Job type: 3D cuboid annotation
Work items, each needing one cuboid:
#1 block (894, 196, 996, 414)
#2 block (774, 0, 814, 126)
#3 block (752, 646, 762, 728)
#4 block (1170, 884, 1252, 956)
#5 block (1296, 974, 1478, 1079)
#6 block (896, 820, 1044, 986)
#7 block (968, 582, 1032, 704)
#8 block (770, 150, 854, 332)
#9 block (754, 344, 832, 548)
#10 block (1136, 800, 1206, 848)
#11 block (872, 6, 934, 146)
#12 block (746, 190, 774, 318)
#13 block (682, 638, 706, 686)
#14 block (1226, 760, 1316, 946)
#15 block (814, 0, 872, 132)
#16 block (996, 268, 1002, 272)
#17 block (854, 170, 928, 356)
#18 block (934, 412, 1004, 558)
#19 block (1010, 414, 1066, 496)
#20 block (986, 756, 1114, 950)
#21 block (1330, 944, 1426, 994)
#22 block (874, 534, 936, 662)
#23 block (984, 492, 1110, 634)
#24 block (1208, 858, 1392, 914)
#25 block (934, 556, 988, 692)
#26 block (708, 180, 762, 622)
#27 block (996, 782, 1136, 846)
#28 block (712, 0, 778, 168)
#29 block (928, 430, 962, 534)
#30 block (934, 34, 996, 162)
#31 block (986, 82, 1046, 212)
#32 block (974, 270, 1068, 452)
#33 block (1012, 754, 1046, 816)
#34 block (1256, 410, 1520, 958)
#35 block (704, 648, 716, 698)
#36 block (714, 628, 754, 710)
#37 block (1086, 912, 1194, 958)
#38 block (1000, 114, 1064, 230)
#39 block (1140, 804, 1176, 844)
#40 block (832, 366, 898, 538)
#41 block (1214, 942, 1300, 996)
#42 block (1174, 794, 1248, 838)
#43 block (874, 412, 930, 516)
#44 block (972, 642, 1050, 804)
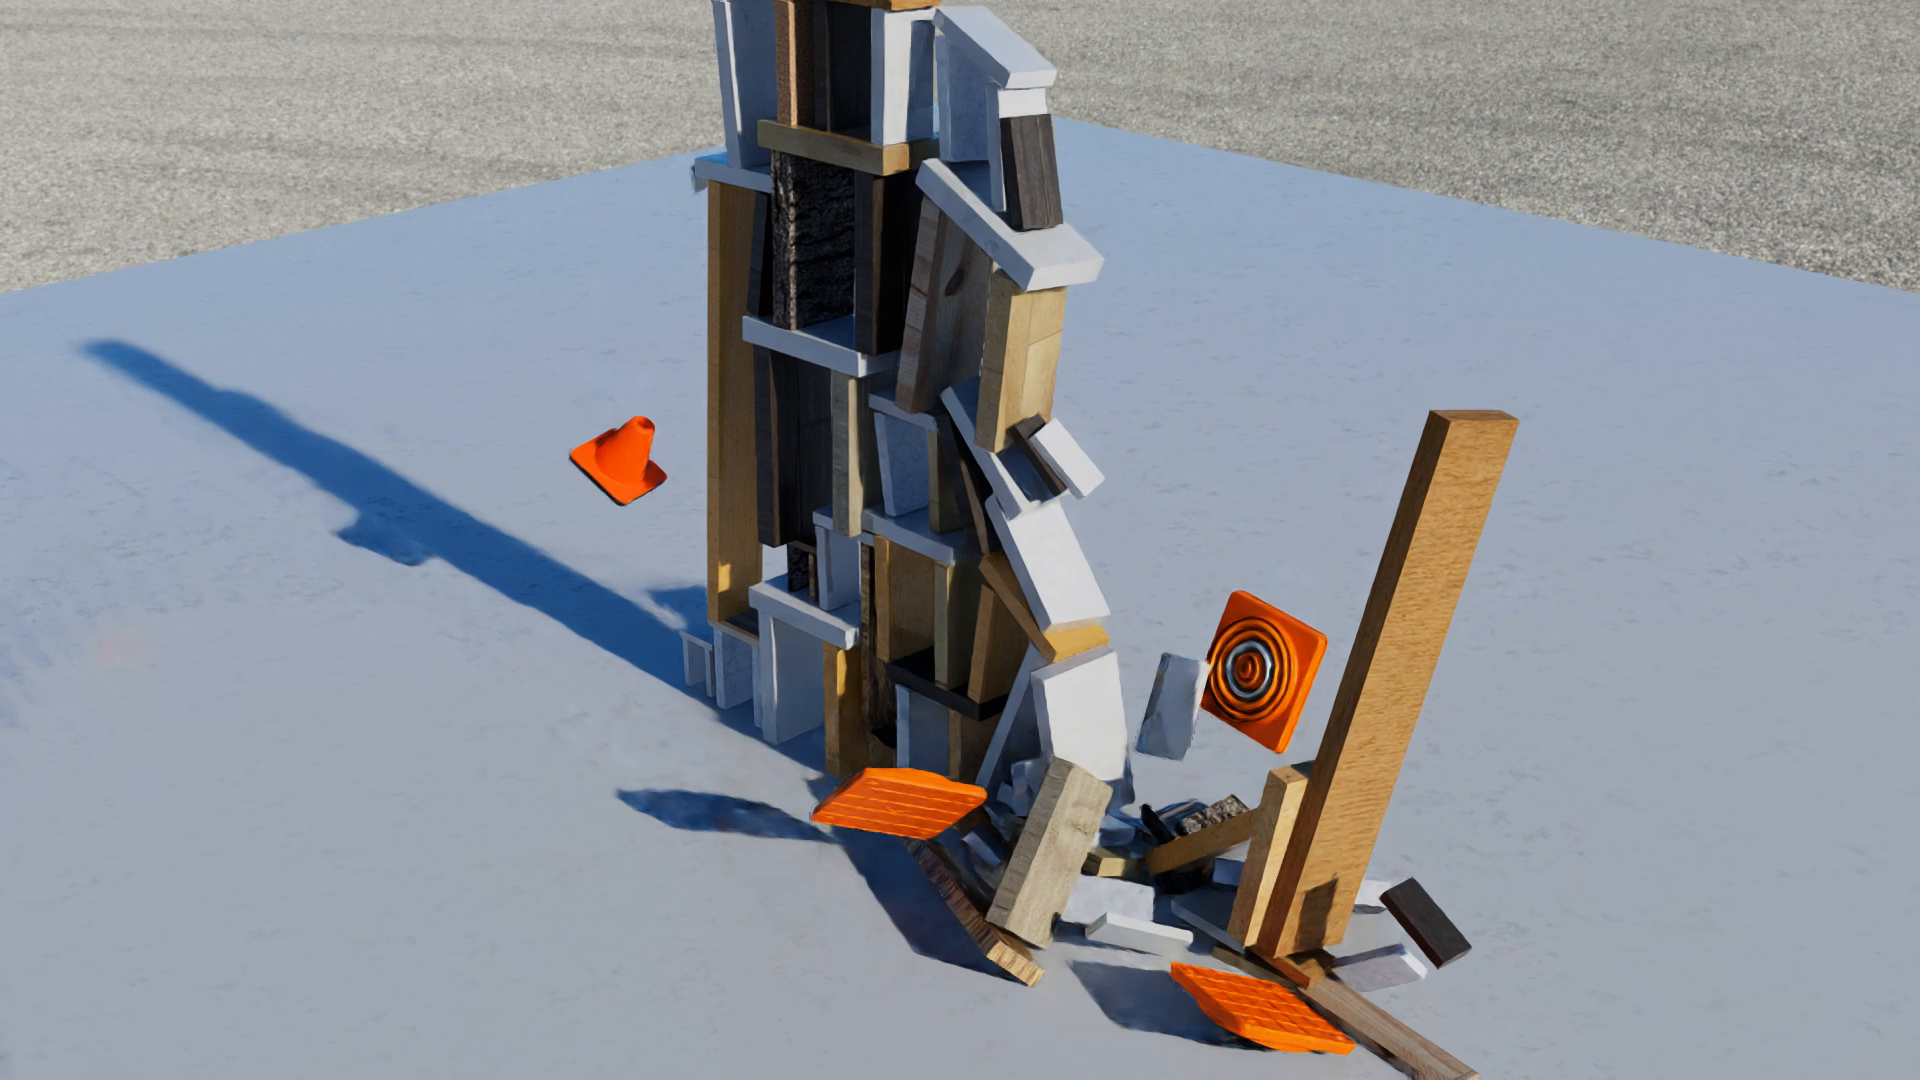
[{"bbox_3d":[-0.019,-0.448,4.115,0.170,0.415,0.048,-16,36,-41],"label":"block"},{"bbox_3d":[-0.283,-0.938,4.171,0.040,0.281,0.140,20,29,41],"label":"block"},{"bbox_3d":[-0.405,0.306,4.793,0.027,0.194,0.097,21,31,41],"label":"block"},{"bbox_3d":[0.482,0.693,4.017,0.089,0.025,0.178,-18,31,-40],"label":"block"},{"bbox_3d":[0.723,0.843,3.747,0.076,0.021,0.355,-16,28,-32],"label":"block"},{"bbox_3d":[0.013,0.664,4.051,0.126,0.036,0.447,39,2,-31],"label":"block"},{"bbox_3d":[0.087,0.183,4.220,0.127,0.254,0.036,-18,38,-37],"label":"block"},{"bbox_3d":[-0.286,-0.601,4.313,0.050,0.351,0.176,20,29,39],"label":"block"},{"bbox_3d":[-0.339,-0.209,4.509,0.048,0.426,0.170,20,29,40],"label":"block"},{"bbox_3d":[0.437,0.571,4.384,0.164,0.023,0.082,-18,29,-35],"label":"block"},{"bbox_3d":[-0.104,-0.851,4.011,0.122,0.244,0.035,-19,29,-40],"label":"block"},{"bbox_3d":[-0.357,-0.580,4.385,0.127,0.254,0.036,-20,38,-41],"label":"block"},{"bbox_3d":[-0.597,0.267,4.982,0.017,0.117,0.058,21,31,41],"label":"block"},{"bbox_3d":[0.580,0.545,3.854,0.167,0.335,0.047,-8,30,-35],"label":"block"},{"bbox_3d":[-0.216,-0.897,4.119,0.122,0.244,0.035,-19,29,-41],"label":"block"},{"bbox_3d":[0.090,-0.530,4.477,0.014,0.050,0.099,-4,-15,-43],"label":"block"},{"bbox_3d":[-0.118,-0.538,4.164,0.175,0.351,0.050,-20,30,-41],"label":"block"},{"bbox_3d":[0.048,-0.114,4.151,0.136,0.273,0.039,-14,0,-40],"label":"block"},{"bbox_3d":[0.158,-0.156,4.012,0.072,0.145,0.021,-33,-2,-44],"label":"block"},{"bbox_3d":[0.164,0.567,3.974,0.045,0.318,0.159,15,-15,37],"label":"block"},{"bbox_3d":[0.726,0.745,3.815,0.151,0.076,0.021,-26,27,45],"label":"block"},{"bbox_3d":[-0.107,0.101,4.404,0.132,0.264,0.037,-20,29,-39],"label":"block"},{"bbox_3d":[0.162,0.035,4.082,0.136,0.039,0.284,-8,63,-34],"label":"block"},{"bbox_3d":[0.623,0.638,4.052,0.318,0.045,0.159,8,-13,5],"label":"block"},{"bbox_3d":[0.011,0.150,4.286,0.132,0.264,0.037,-20,30,-39],"label":"block"},{"bbox_3d":[-0.470,-0.288,4.622,0.036,0.975,0.127,24,32,38],"label":"block"},{"bbox_3d":[0.203,0.526,4.227,0.126,0.036,0.252,9,9,-44],"label":"block"},{"bbox_3d":[-0.406,-0.935,4.300,0.040,0.392,0.140,13,24,43],"label":"block"},{"bbox_3d":[-0.010,-0.123,4.231,0.103,0.206,0.029,-16,25,-35],"label":"block"},{"bbox_3d":[0.014,-0.798,3.972,0.112,0.223,0.032,-9,11,-35],"label":"block"},{"bbox_3d":[0.104,-0.697,3.891,0.112,0.223,0.032,-12,13,-39],"label":"block"},{"bbox_3d":[0.113,-0.342,3.993,0.048,0.339,0.170,26,35,31],"label":"block"},{"bbox_3d":[0.213,0.448,4.243,0.028,0.098,0.417,-4,1,30],"label":"block"},{"bbox_3d":[0.715,0.258,3.719,0.167,1.014,0.047,-3,27,-37],"label":"block"},{"bbox_3d":[-0.542,0.288,4.931,0.017,0.117,0.059,21,31,41],"label":"block"},{"bbox_3d":[-0.497,0.270,4.877,0.027,0.193,0.097,21,31,41],"label":"block"},{"bbox_3d":[0.320,0.705,3.925,0.180,0.072,0.021,16,52,-23],"label":"block"},{"bbox_3d":[0.126,-0.647,3.868,0.098,0.195,0.028,-14,11,-39],"label":"block"},{"bbox_3d":[0.393,0.571,4.268,0.017,0.119,0.059,-35,15,11],"label":"block"},{"bbox_3d":[-0.174,-0.190,4.351,0.048,0.339,0.170,21,30,40],"label":"block"},{"bbox_3d":[0.554,0.755,3.950,0.178,0.025,0.089,20,30,39],"label":"block"},{"bbox_3d":[0.511,0.566,4.357,0.164,0.023,0.082,-19,53,-37],"label":"block"},{"bbox_3d":[-0.110,-0.160,4.318,0.103,0.206,0.029,-19,20,-39],"label":"block"},{"bbox_3d":[0.138,0.344,4.207,0.127,0.422,0.036,-9,47,-30],"label":"block"}]
